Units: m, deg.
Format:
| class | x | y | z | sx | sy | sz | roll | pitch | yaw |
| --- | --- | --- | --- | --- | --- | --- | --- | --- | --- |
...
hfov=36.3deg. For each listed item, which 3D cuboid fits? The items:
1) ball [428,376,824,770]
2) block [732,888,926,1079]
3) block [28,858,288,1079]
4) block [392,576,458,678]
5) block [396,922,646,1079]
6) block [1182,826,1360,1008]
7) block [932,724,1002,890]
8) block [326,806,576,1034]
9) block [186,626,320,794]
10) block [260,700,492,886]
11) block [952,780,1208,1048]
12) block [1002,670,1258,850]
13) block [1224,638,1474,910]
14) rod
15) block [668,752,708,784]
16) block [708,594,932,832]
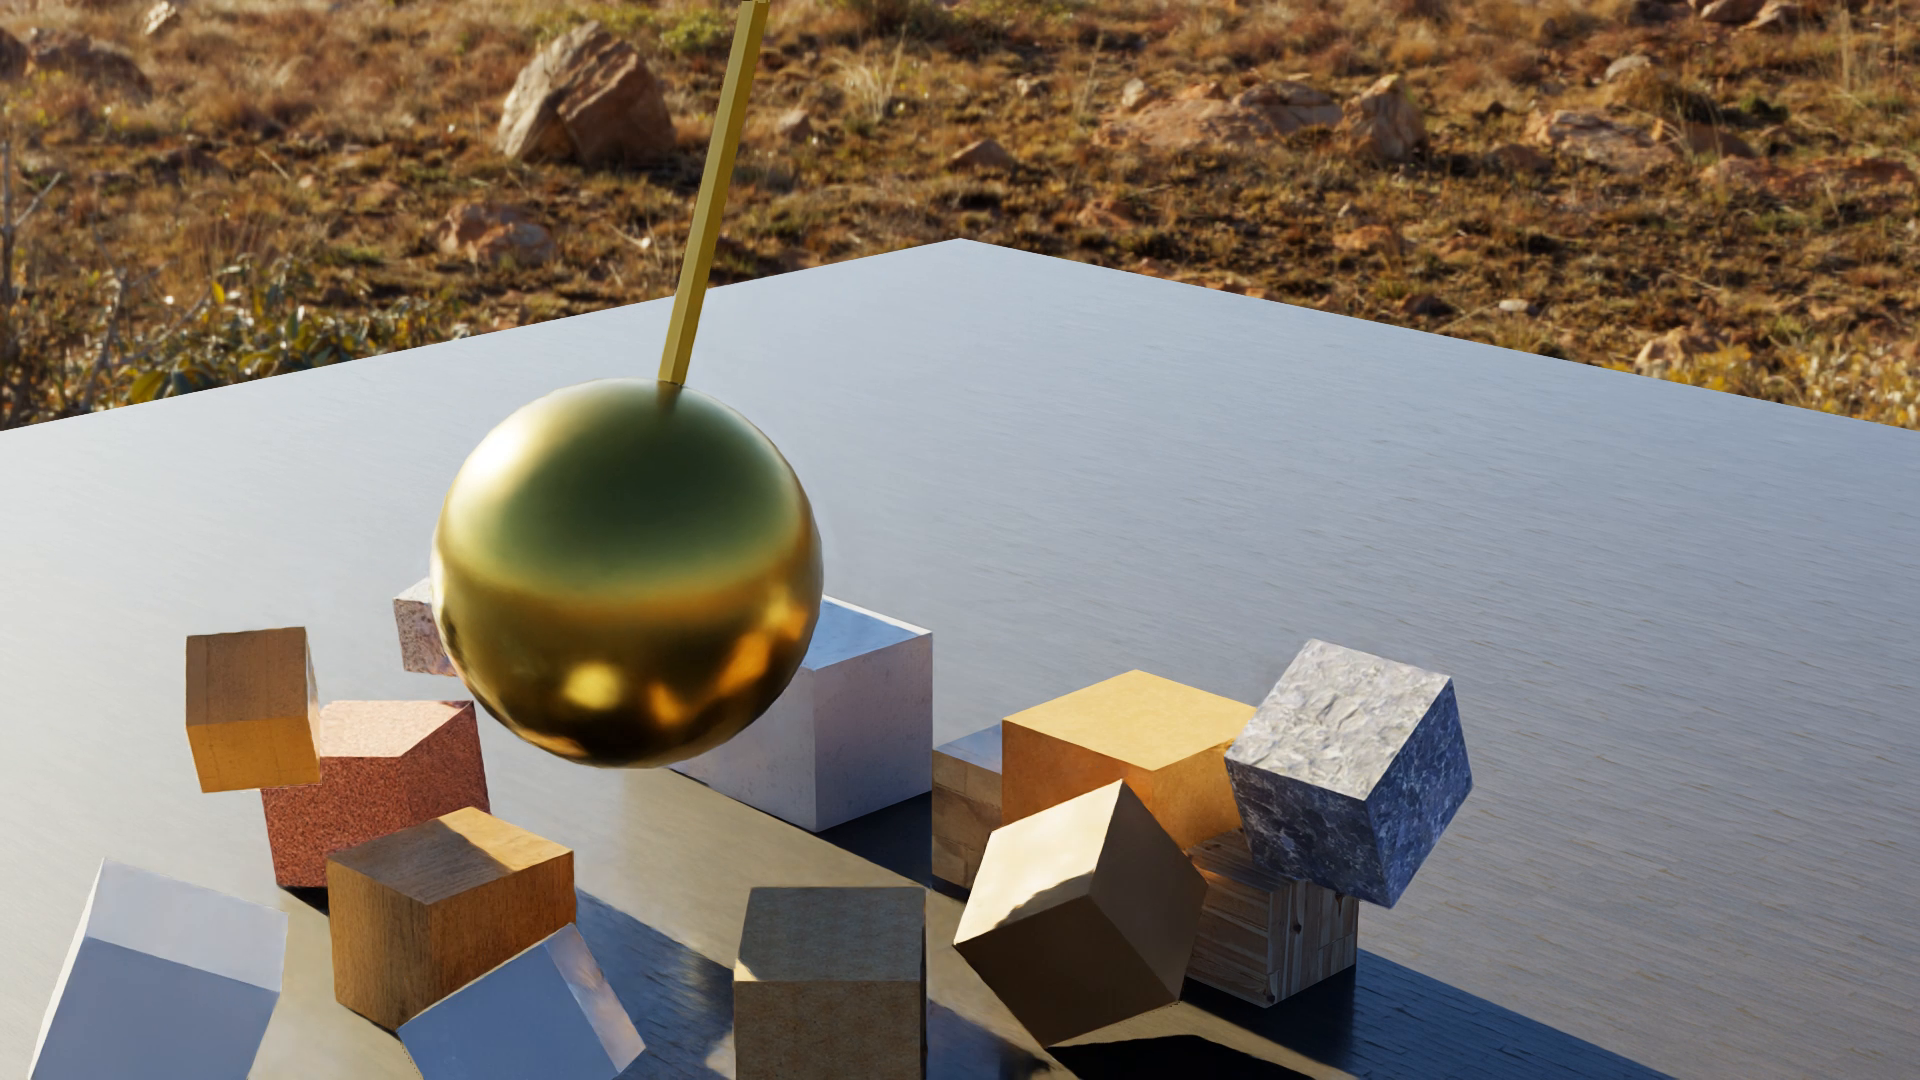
| class | x | y | z | sx | sy | sz | roll | pitch | yaw |
| --- | --- | --- | --- | --- | --- | --- | --- | --- | --- |
| ball | -1.355 | 0.136 | 11.964 | 1.600 | 1.600 | 1.600 | 0 | 17 | 0 |
| block | -0.483 | 1.841 | 11.263 | 0.687 | 0.730 | 0.831 | 0 | 17 | 1 |
| block | -3.035 | 1.767 | 11.107 | 0.735 | 0.727 | 0.684 | 20 | 14 | -16 |
| block | -2.340 | 0.386 | 13.837 | 0.446 | 0.369 | 0.431 | 5 | 23 | 26 |
| block | -1.624 | 1.855 | 10.908 | 0.634 | 0.554 | 0.518 | -31 | -1 | 5 |
| block | 1.293 | 1.574 | 12.470 | 0.612 | 0.520 | 0.538 | -17 | 24 | -42 |
| block | 0.287 | 1.230 | 13.402 | 0.543 | 0.618 | 0.634 | 16 | 24 | 42 |
| block | -2.099 | 1.602 | 12.158 | 0.689 | 0.654 | 0.739 | 16 | 23 | 41 |
| block | -3.035 | 0.730 | 12.605 | 0.500 | 0.505 | 0.471 | -5 | 52 | -8 |
| block | -2.682 | 1.160 | 13.477 | 0.734 | 0.632 | 0.733 | -1 | 16 | 18 |
| block | 0.493 | 1.505 | 11.796 | 0.672 | 0.620 | 0.677 | -25 | 25 | 31 |
| block | 0.800 | 1.221 | 12.891 | 0.867 | 0.940 | 0.881 | 16 | 24 | 42 |
| block | 1.606 | 0.953 | 12.067 | 0.658 | 0.656 | 0.721 | 16 | 51 | 34 |
| rod | -0.587 | -3.168 | 11.730 | 0.080 | 5.200 | 0.080 | 17 | 5 | 42 |
| block | -1.226 | 0.676 | 14.849 | 0.716 | 0.807 | 0.729 | -17 | 24 | -42 |
| block | -0.687 | 0.833 | 14.323 | 0.773 | 0.823 | 0.794 | -17 | 24 | -42 |
